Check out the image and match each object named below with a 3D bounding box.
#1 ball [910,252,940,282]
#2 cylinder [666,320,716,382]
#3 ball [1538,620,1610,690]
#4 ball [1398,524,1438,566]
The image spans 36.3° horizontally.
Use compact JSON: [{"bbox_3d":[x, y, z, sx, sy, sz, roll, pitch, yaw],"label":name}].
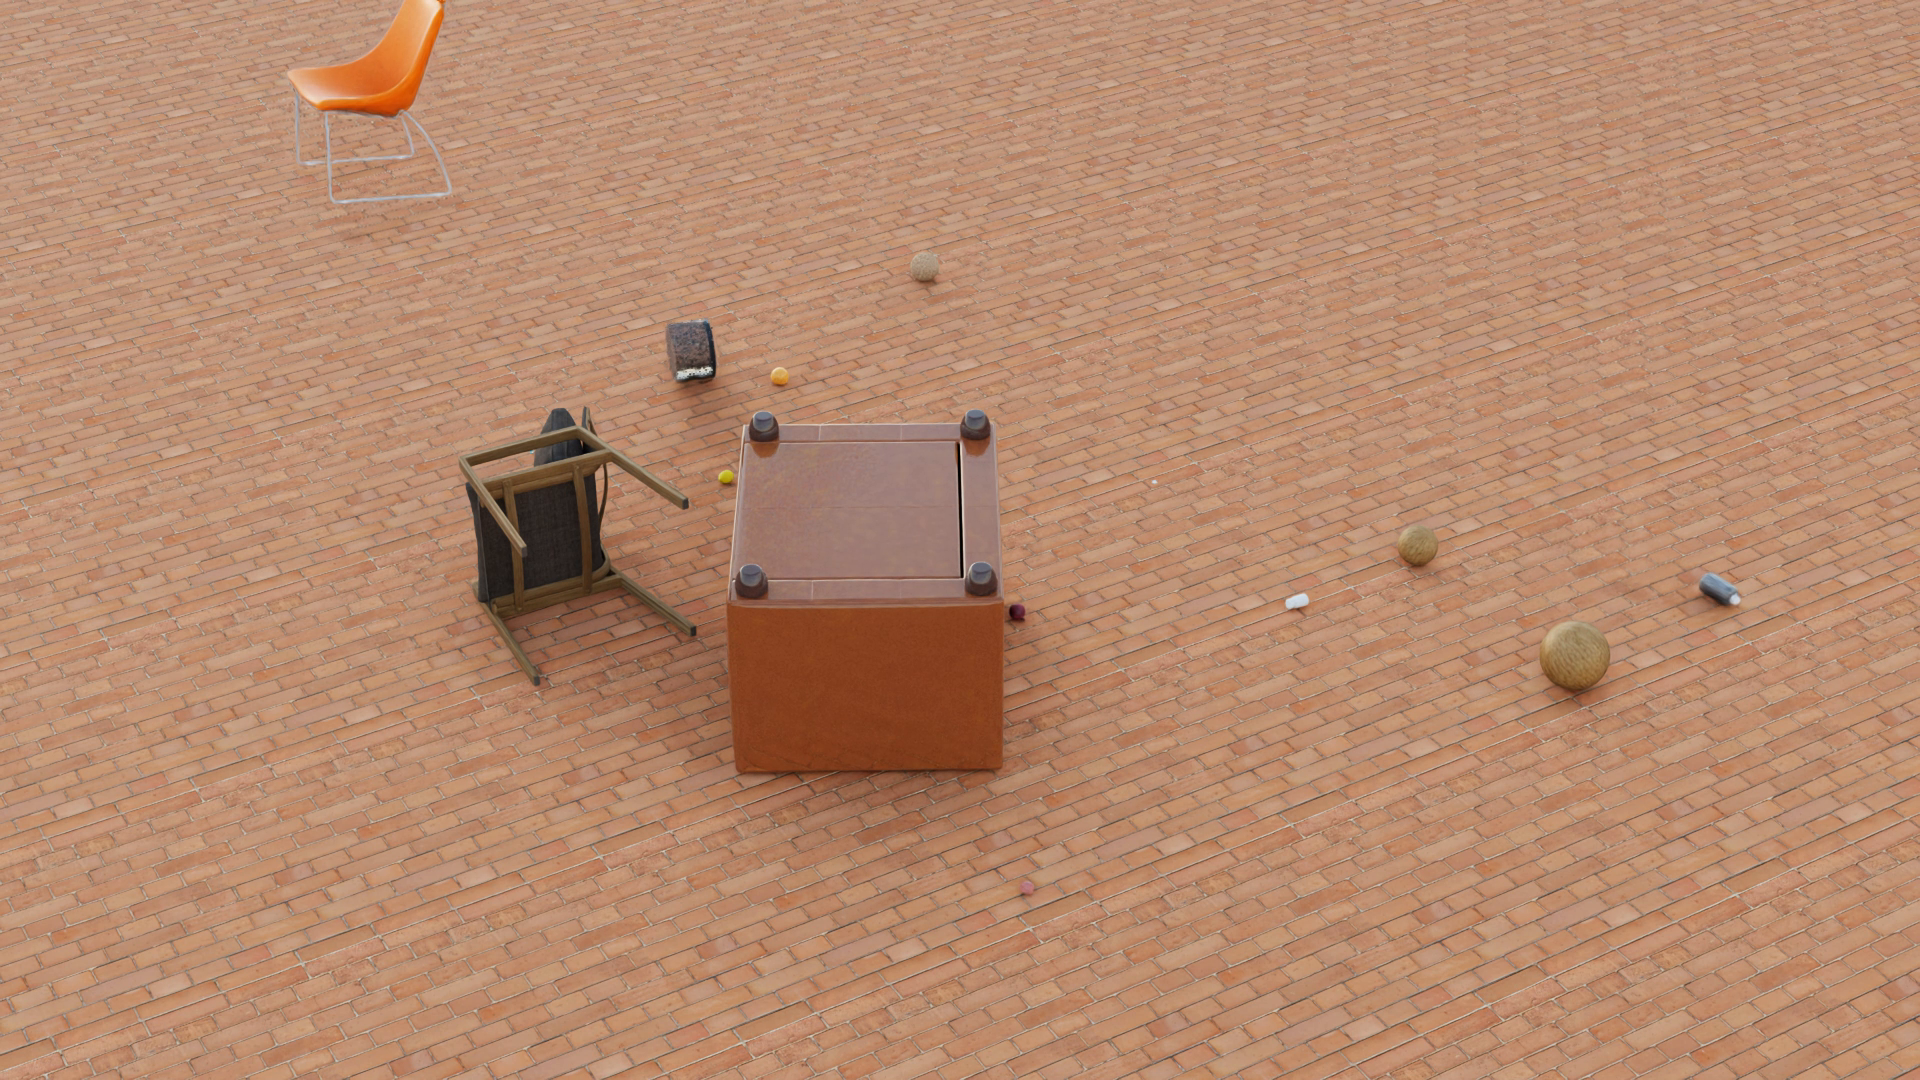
[{"bbox_3d":[-0.151,-1.175,12.613,0.126,0.126,0.126,0,33,0],"label":"ball"},{"bbox_3d":[-1.091,-0.767,11.897,0.160,0.235,0.220,-9,15,-13],"label":"cylinder"},{"bbox_3d":[2.121,0.398,10.121,0.242,0.242,0.242,0,33,0],"label":"ball"},{"bbox_3d":[1.683,0.019,10.779,0.150,0.150,0.150,0,33,0],"label":"ball"}]
